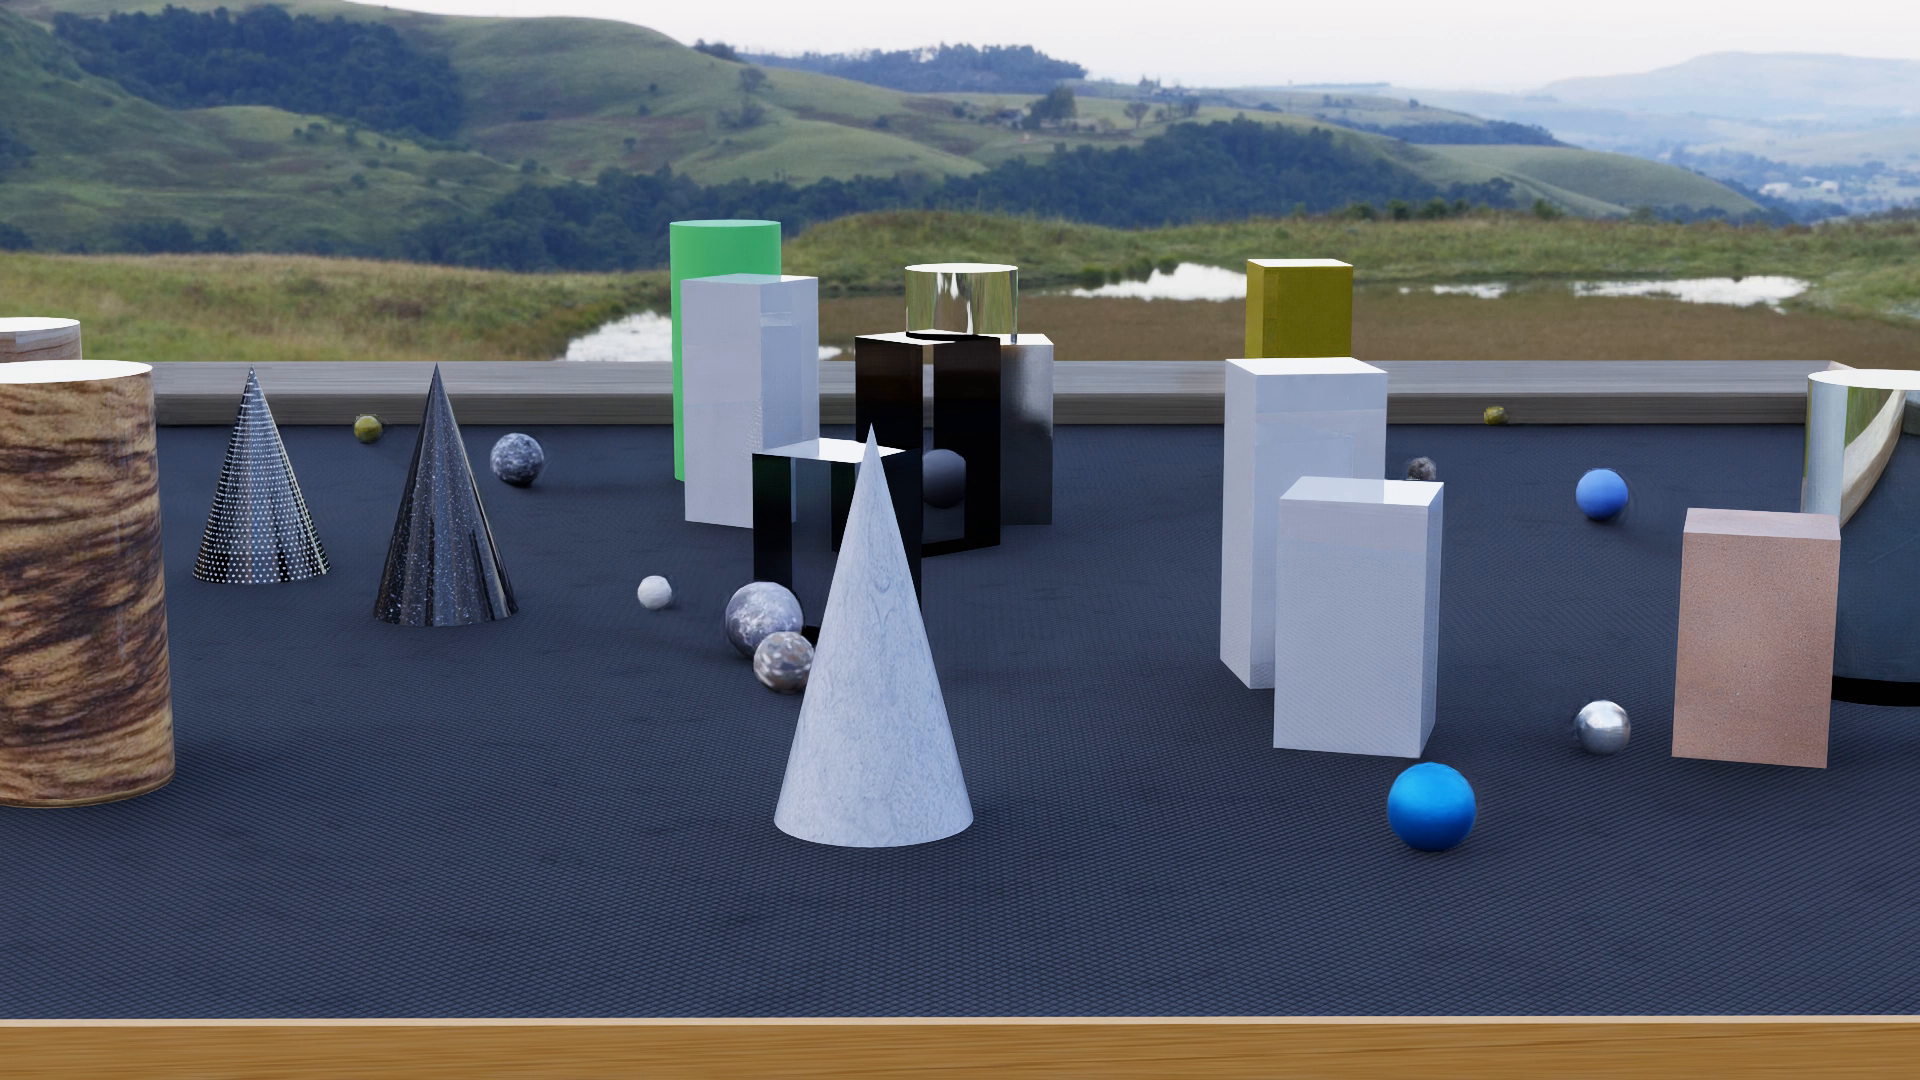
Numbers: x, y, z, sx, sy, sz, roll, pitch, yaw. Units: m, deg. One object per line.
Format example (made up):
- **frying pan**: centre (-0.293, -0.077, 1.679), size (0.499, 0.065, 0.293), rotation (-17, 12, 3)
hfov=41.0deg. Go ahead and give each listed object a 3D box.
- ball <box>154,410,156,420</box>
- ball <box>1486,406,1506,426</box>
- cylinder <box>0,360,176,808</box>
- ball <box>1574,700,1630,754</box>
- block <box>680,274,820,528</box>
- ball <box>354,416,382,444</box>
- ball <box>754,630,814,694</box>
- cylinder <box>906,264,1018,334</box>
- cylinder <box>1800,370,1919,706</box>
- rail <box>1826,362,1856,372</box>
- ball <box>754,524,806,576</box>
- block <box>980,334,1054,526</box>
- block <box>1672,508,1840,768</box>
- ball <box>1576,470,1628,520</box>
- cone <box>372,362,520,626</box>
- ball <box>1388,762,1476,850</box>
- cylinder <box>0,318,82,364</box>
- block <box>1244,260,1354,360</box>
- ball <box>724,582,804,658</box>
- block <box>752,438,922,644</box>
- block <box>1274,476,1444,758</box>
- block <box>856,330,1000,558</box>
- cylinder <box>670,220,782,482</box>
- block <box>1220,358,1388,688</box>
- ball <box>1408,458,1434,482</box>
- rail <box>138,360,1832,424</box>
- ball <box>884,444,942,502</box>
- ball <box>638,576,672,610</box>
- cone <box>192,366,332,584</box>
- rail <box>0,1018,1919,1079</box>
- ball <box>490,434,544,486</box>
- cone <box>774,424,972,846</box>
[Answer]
- **ball**: centre (-1.656, -0.253, 5.203), size (0.050, 0.050, 0.050), rotation (0, 11, 0)
- **ball**: centre (1.093, -0.253, 5.228), size (0.041, 0.041, 0.041), rotation (0, 11, 0)
- **cylinder**: centre (-0.909, 0.040, 2.602), size (0.196, 0.424, 0.196), rotation (0, 11, 0)
- **ball**: centre (0.687, 0.200, 2.741), size (0.058, 0.058, 0.058), rotation (0, 11, 0)
- **block**: centre (-0.336, -0.227, 4.139), size (0.156, 0.388, 0.156), rotation (6, 12, 31)
- **ball**: centre (-1.153, -0.216, 4.994), size (0.054, 0.054, 0.054), rotation (0, 11, 0)
- **ball**: centre (-0.205, 0.143, 3.007), size (0.073, 0.073, 0.073), rotation (0, 11, 0)
- **cylinder**: centre (0.003, -0.286, 4.481), size (0.196, 0.379, 0.196), rotation (0, 11, 0)
- **cylinder**: centre (1.087, -0.006, 3.010), size (0.196, 0.366, 0.196), rotation (0, 11, 0)
- **rail**: centre (1.773, 0.031, 3.459), size (0.045, 0.127, 3.675), rotation (0, 11, 0)
- **ball**: centre (-0.259, 0.016, 3.689), size (0.075, 0.075, 0.075), rotation (0, 11, 0)
- **block**: centre (0.064, -0.180, 4.157), size (0.156, 0.290, 0.156), rotation (-1, 11, -4)
- **block**: centre (0.857, 0.102, 2.763), size (0.156, 0.243, 0.156), rotation (3, 11, 17)
- **ball**: centre (1.037, -0.073, 4.149), size (0.082, 0.082, 0.082), rotation (0, 11, 0)
- **cone**: centre (-0.694, -0.071, 3.433), size (0.196, 0.338, 0.196), rotation (0, 11, 0)
- **ball**: centre (0.442, 0.250, 2.407), size (0.082, 0.082, 0.082), rotation (0, 11, 0)
- **cylinder**: centre (-1.299, -0.107, 3.519), size (0.196, 0.378, 0.196), rotation (0, 11, 0)
- **block**: centre (0.598, -0.301, 4.554), size (0.156, 0.382, 0.156), rotation (-1, 11, -5)
- **ball**: centre (-0.243, 0.099, 3.177), size (0.097, 0.097, 0.097), rotation (0, 11, 0)
- **block**: centre (-0.158, 0.002, 3.316), size (0.156, 0.238, 0.156), rotation (6, 12, 30)
- **block**: centre (0.436, 0.080, 2.797), size (0.156, 0.273, 0.156), rotation (3, 11, 16)
- **block**: centre (-0.049, -0.150, 3.914), size (0.156, 0.320, 0.156), rotation (-9, 14, -41)
- **cylinder**: centre (-0.413, -0.336, 4.558), size (0.196, 0.450, 0.196), rotation (0, 11, 0)
- **block**: centre (0.410, -0.023, 3.082), size (0.156, 0.373, 0.156), rotation (-1, 11, -7)
- **ball**: centre (0.809, -0.121, 4.502), size (0.047, 0.047, 0.047), rotation (0, 11, 0)
- **rail**: centre (-0.010, -0.298, 5.232), size (3.594, 0.127, 0.045), rotation (0, 11, 0)
- **ball**: centre (-0.078, -0.113, 4.321), size (0.096, 0.096, 0.096), rotation (0, 11, 0)
- **ball**: centre (-0.413, 0.071, 3.471), size (0.046, 0.046, 0.046), rotation (0, 11, 0)
- **cone**: centre (-1.015, -0.104, 3.707), size (0.196, 0.304, 0.196), rotation (0, 11, 0)
- **rail**: centre (0.010, 0.363, 1.665), size (3.594, 0.127, 0.045), rotation (0, 11, 0)
- **ball**: centre (-0.773, -0.140, 4.483), size (0.092, 0.092, 0.092), rotation (0, 11, 0)
- **cone**: centre (-0.084, 0.080, 2.479), size (0.196, 0.390, 0.196), rotation (0, 11, 0)
